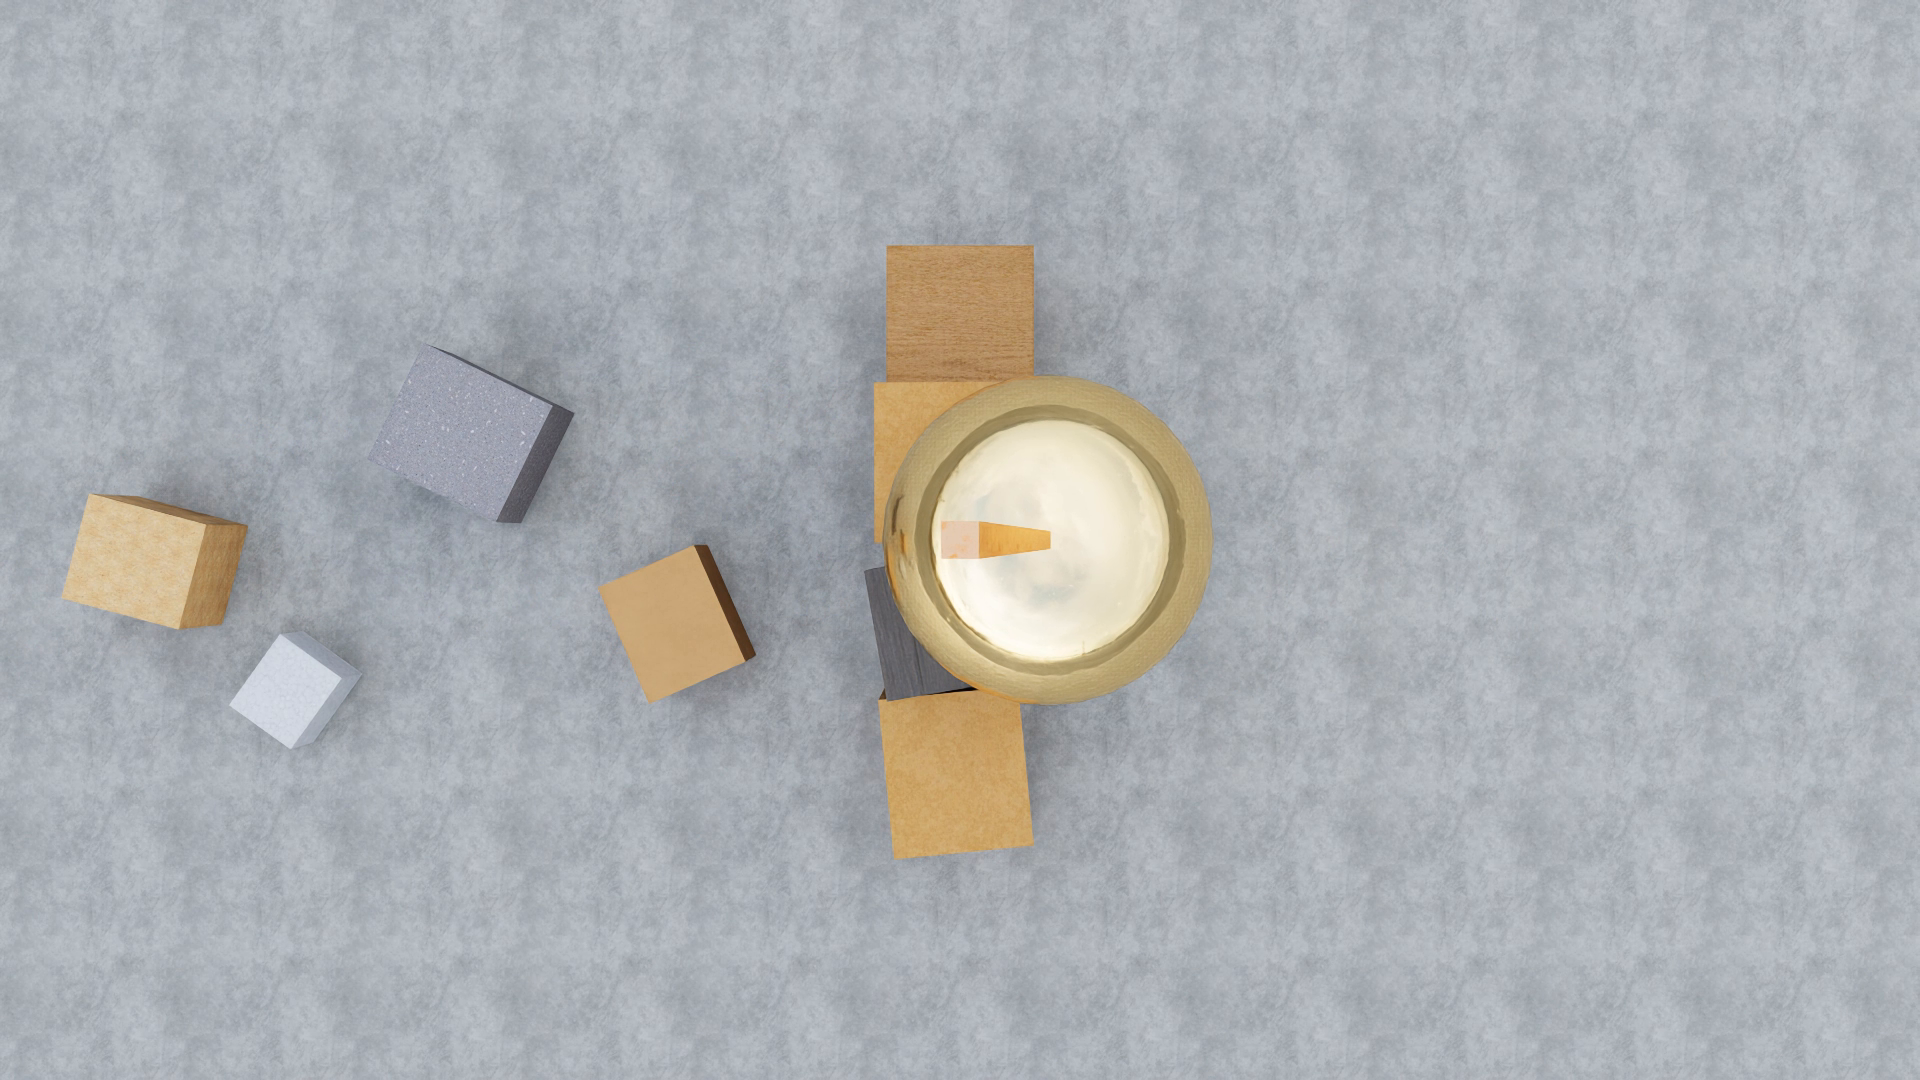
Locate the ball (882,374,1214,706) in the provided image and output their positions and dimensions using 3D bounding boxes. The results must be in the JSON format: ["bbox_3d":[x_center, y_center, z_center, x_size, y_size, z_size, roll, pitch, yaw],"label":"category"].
[{"bbox_3d":[0.421,0.000,10.621,1.600,1.600,1.600,0,90,0],"label":"ball"}]

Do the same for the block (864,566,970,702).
[{"bbox_3d":[-0.095,0.438,11.783,0.697,0.795,0.688,-10,90,0],"label":"block"}]

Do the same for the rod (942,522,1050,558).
[{"bbox_3d":[0.183,0.000,7.229,0.080,5.200,0.080,0,90,4],"label":"rod"}]

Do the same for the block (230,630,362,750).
[{"bbox_3d":[-3.853,0.866,12.779,0.434,0.443,0.500,36,90,0],"label":"block"}]

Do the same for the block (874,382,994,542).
[{"bbox_3d":[0.007,-0.428,12.563,0.959,0.873,0.885,0,90,0],"label":"block"}]

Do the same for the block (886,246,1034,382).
[{"bbox_3d":[0.001,-1.263,12.642,0.822,0.717,0.767,0,90,0],"label":"block"}]

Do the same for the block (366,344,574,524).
[{"bbox_3d":[-2.795,-0.600,12.641,0.801,0.717,0.724,26,90,0],"label":"block"}]

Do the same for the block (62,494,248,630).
[{"bbox_3d":[-4.611,0.120,12.637,0.677,0.727,0.605,15,90,0],"label":"block"}]

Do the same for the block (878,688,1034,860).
[{"bbox_3d":[-0.022,1.276,12.528,0.771,0.945,0.878,-6,90,0],"label":"block"}]

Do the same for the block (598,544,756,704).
[{"bbox_3d":[-1.617,0.474,12.661,0.589,0.677,0.714,-24,90,0],"label":"block"}]
